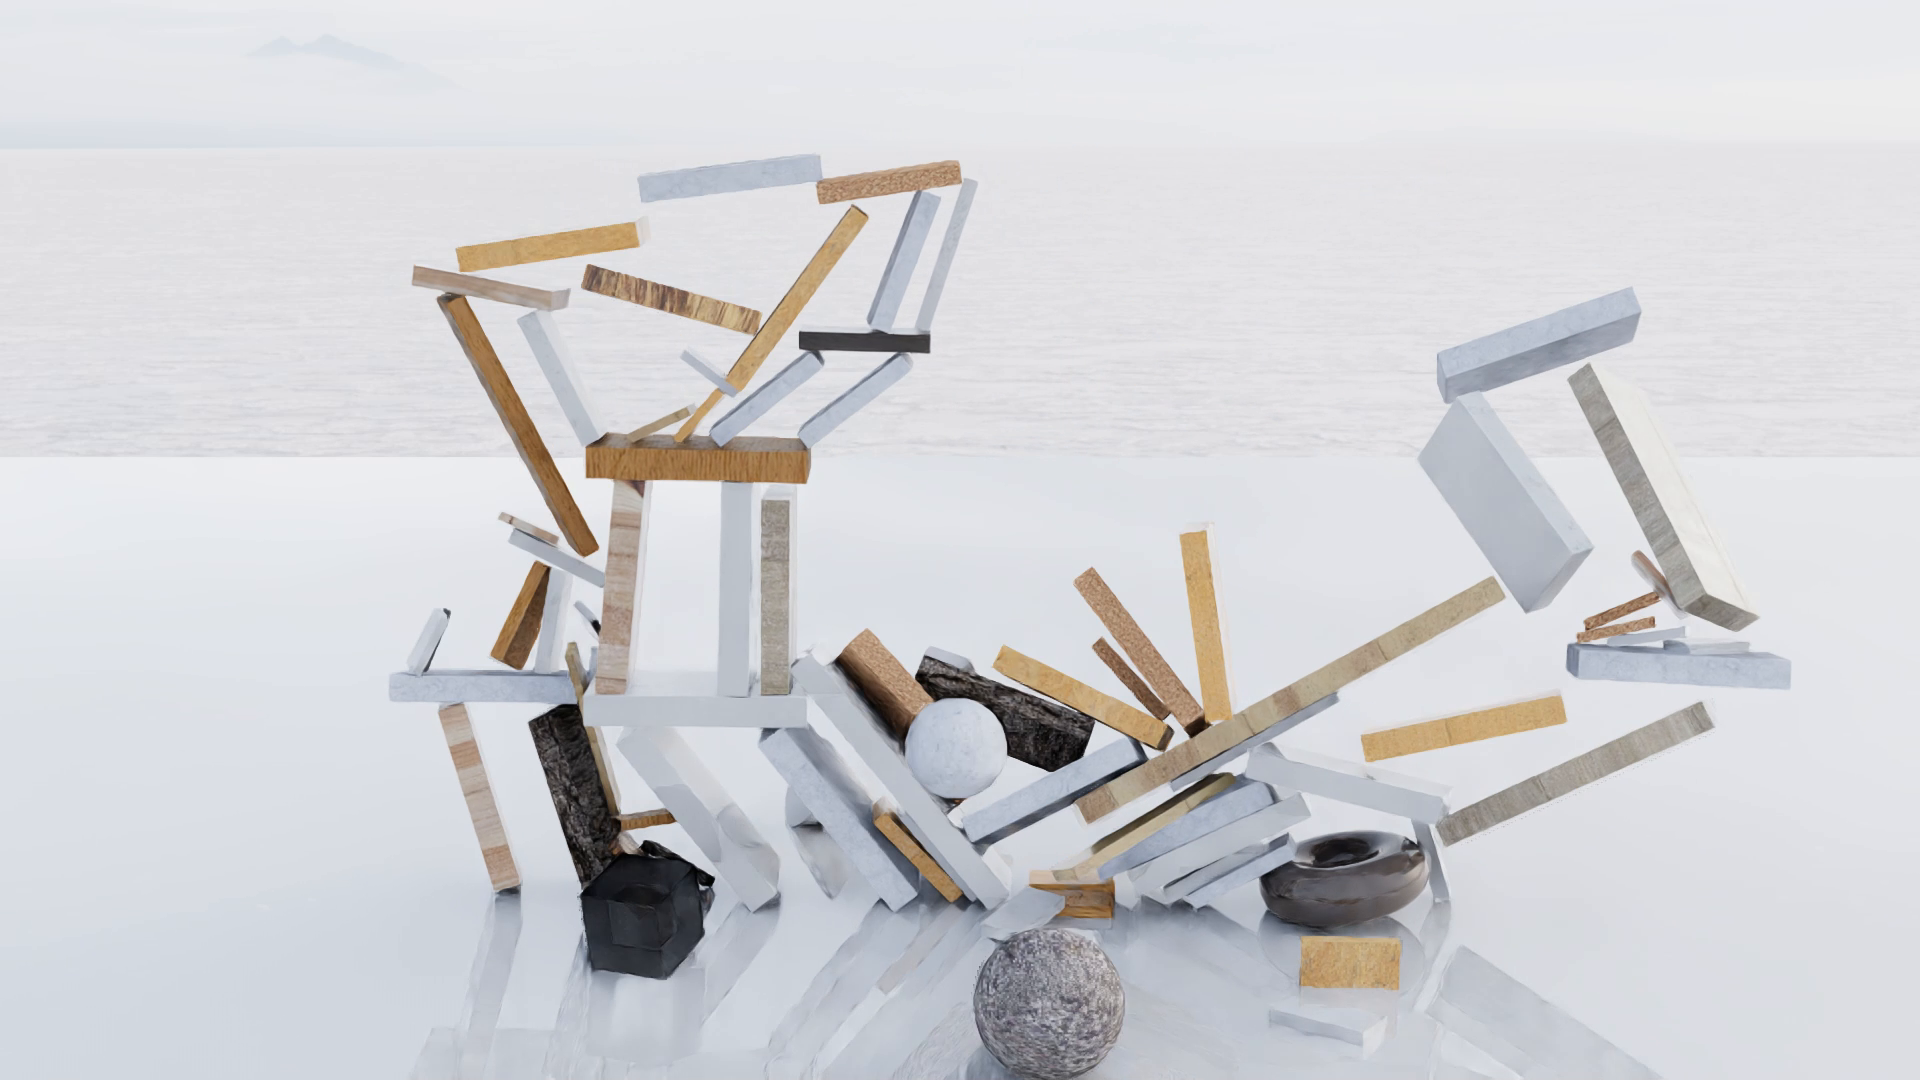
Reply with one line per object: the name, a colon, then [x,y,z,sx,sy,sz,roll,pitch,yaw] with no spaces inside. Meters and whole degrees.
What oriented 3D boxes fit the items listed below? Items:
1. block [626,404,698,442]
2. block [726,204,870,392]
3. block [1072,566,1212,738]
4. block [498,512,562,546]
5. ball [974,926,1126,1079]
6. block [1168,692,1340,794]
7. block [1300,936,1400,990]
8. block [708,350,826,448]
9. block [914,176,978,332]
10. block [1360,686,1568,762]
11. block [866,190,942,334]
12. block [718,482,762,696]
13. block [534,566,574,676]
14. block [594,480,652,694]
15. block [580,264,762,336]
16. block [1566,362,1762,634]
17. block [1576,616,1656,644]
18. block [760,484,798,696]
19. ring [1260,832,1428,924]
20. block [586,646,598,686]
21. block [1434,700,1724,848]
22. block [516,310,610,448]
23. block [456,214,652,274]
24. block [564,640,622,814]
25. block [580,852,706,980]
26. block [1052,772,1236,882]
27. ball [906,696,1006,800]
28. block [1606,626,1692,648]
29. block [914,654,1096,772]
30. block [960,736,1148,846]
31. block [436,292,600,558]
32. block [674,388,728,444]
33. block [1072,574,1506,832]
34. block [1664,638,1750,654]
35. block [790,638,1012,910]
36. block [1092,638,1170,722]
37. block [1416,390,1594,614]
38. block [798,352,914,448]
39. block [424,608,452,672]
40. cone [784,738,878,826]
block: [-0.475,-0.187,3.515,0.108,0.015,0.054,-23,6,11]
block: [-0.259,-0.387,3.499,0.032,0.339,0.113,36,8,-9]
block: [0.306,0.191,3.676,0.043,0.307,0.153,-37,-17,2]
block: [-0.712,-0.019,3.643,0.105,0.015,0.053,25,-4,-6]
ball: [0.119,0.621,2.944,0.203,0.203,0.203,0,11,0]
block: [0.485,0.336,3.629,0.312,0.017,0.059,-29,-11,0]
block: [0.579,0.628,3.267,0.144,0.072,0.020,1,11,4]
block: [-0.307,-0.230,3.509,0.207,0.029,0.104,-37,10,6]
block: [-0.021,-0.454,3.486,0.024,0.246,0.084,19,9,-3]
block: [0.803,0.294,3.504,0.314,0.044,0.157,-13,-3,14]
block: [-0.090,-0.443,3.477,0.032,0.226,0.113,20,8,-10]
block: [-0.357,0.064,3.565,0.049,0.346,0.173,2,10,-1]
block: [-0.676,0.134,3.667,0.025,0.176,0.088,10,1,0]
block: [-0.544,0.060,3.568,0.049,0.346,0.173,6,10,-4]
block: [-0.459,-0.381,3.512,0.283,0.040,0.141,15,3,-8]
block: [1.140,-0.073,3.572,0.168,0.471,0.048,18,-46,-39]
block: [1.043,0.143,3.496,0.118,0.017,0.059,-15,-6,21]
block: [-0.294,0.078,3.571,0.045,0.318,0.159,1,10,0]
ring: [0.623,0.547,3.571,0.276,0.092,0.276,-11,8,2]
block: [-0.614,0.229,3.708,0.014,0.048,0.095,-5,39,3]
block: [0.988,0.374,3.513,0.457,0.044,0.157,-29,-15,20]
block: [-0.630,-0.262,3.497,0.032,0.223,0.112,-25,10,4]
block: [-0.638,-0.469,3.470,0.283,0.040,0.141,-8,13,2]
block: [-0.604,0.311,3.627,0.014,0.309,0.048,-10,27,2]
block: [-0.482,0.572,3.345,0.128,0.128,0.128,5,24,21]
block: [0.300,0.462,3.554,0.334,0.020,0.072,-27,2,-25]
ball: [-0.006,0.309,3.265,0.151,0.151,0.151,0,11,0]
block: [1.084,0.152,3.458,0.119,0.017,0.059,-10,-4,26]
block: [0.067,0.299,3.676,0.303,0.152,0.043,20,58,5]
block: [0.160,0.413,3.612,0.303,0.043,0.152,-28,-14,7]
block: [-0.718,-0.188,3.575,0.032,0.469,0.112,-30,20,-14]
block: [-0.413,-0.201,3.517,0.015,0.108,0.054,43,12,-2]
block: [0.540,0.273,3.638,0.782,0.043,0.153,-28,-11,-5]
block: [1.171,0.167,3.446,0.119,0.017,0.059,-1,4,-23]
block: [-0.094,0.382,3.607,0.045,0.507,0.159,-39,3,4]
block: [0.286,0.235,3.679,0.024,0.168,0.084,-42,-9,-1]
block: [0.897,-0.063,3.638,0.048,0.168,0.337,-15,59,-27]
block: [-0.166,-0.228,3.514,0.207,0.029,0.103,-37,9,8]
block: [-0.877,0.167,3.673,0.015,0.105,0.053,23,-13,-14]
cone: [-0.207,0.476,4.068,0.173,0.173,0.173,25,1,-23]
